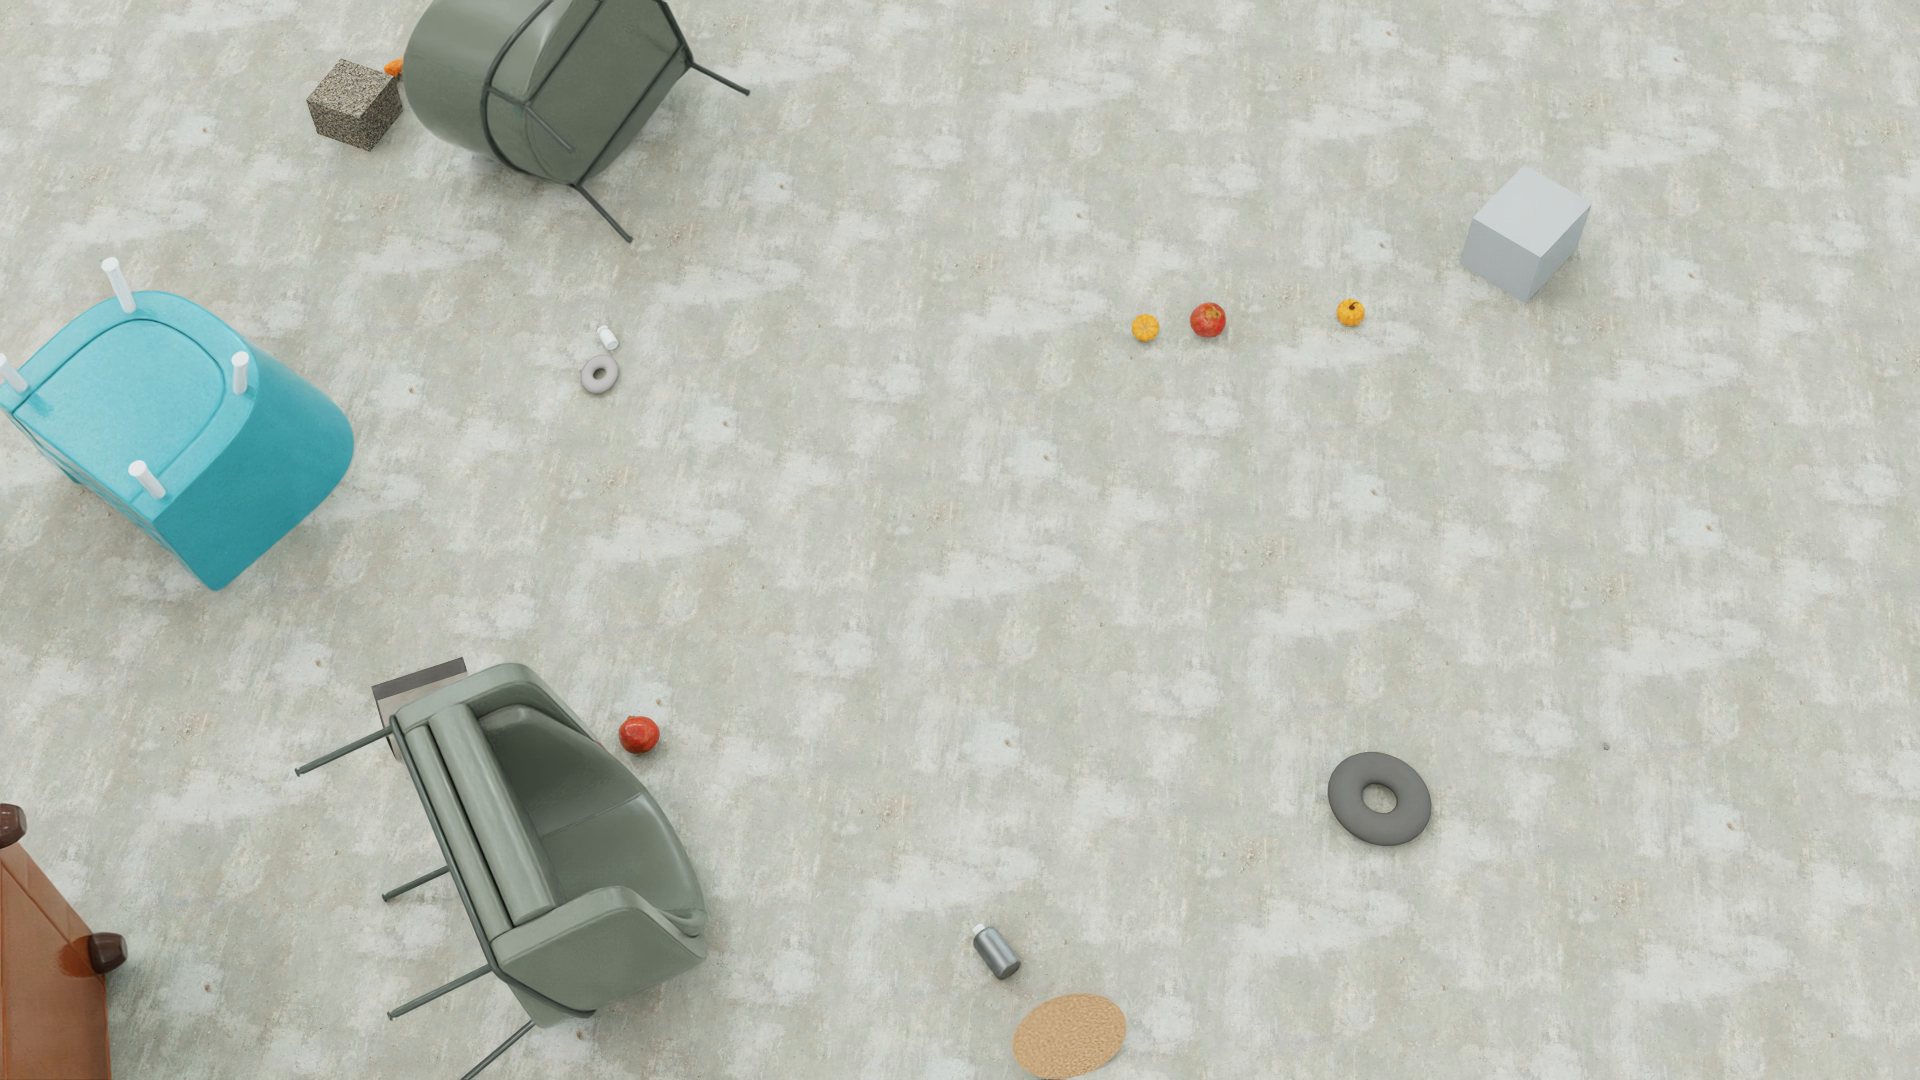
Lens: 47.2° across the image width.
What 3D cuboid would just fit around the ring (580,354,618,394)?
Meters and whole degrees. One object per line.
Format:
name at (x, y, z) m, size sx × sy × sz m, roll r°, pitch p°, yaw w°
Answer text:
ring at (-1.131, -0.521, 6.902) m, size 0.116 × 0.036 × 0.150 m, roll 6°, pitch 57°, yaw 5°

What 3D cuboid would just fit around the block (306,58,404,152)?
block at (-2.053, -1.477, 7.468) m, size 0.210 × 0.160 × 0.214 m, roll 20°, pitch 58°, yaw 13°

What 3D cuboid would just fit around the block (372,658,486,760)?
block at (-1.490, 0.473, 6.175) m, size 0.262 × 0.136 × 0.174 m, roll -18°, pitch 58°, yaw -12°

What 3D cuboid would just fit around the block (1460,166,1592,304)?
block at (1.825, -0.988, 7.103) m, size 0.255 × 0.223 × 0.303 m, roll 36°, pitch 63°, yaw 21°

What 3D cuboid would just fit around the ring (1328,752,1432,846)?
ring at (1.156, 0.712, 6.059) m, size 0.275 × 0.062 × 0.295 m, roll -33°, pitch 61°, yaw -21°

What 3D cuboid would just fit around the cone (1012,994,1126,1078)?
cone at (0.268, 1.255, 5.681) m, size 0.302 × 0.230 × 0.126 m, roll -12°, pitch 14°, yaw -8°
